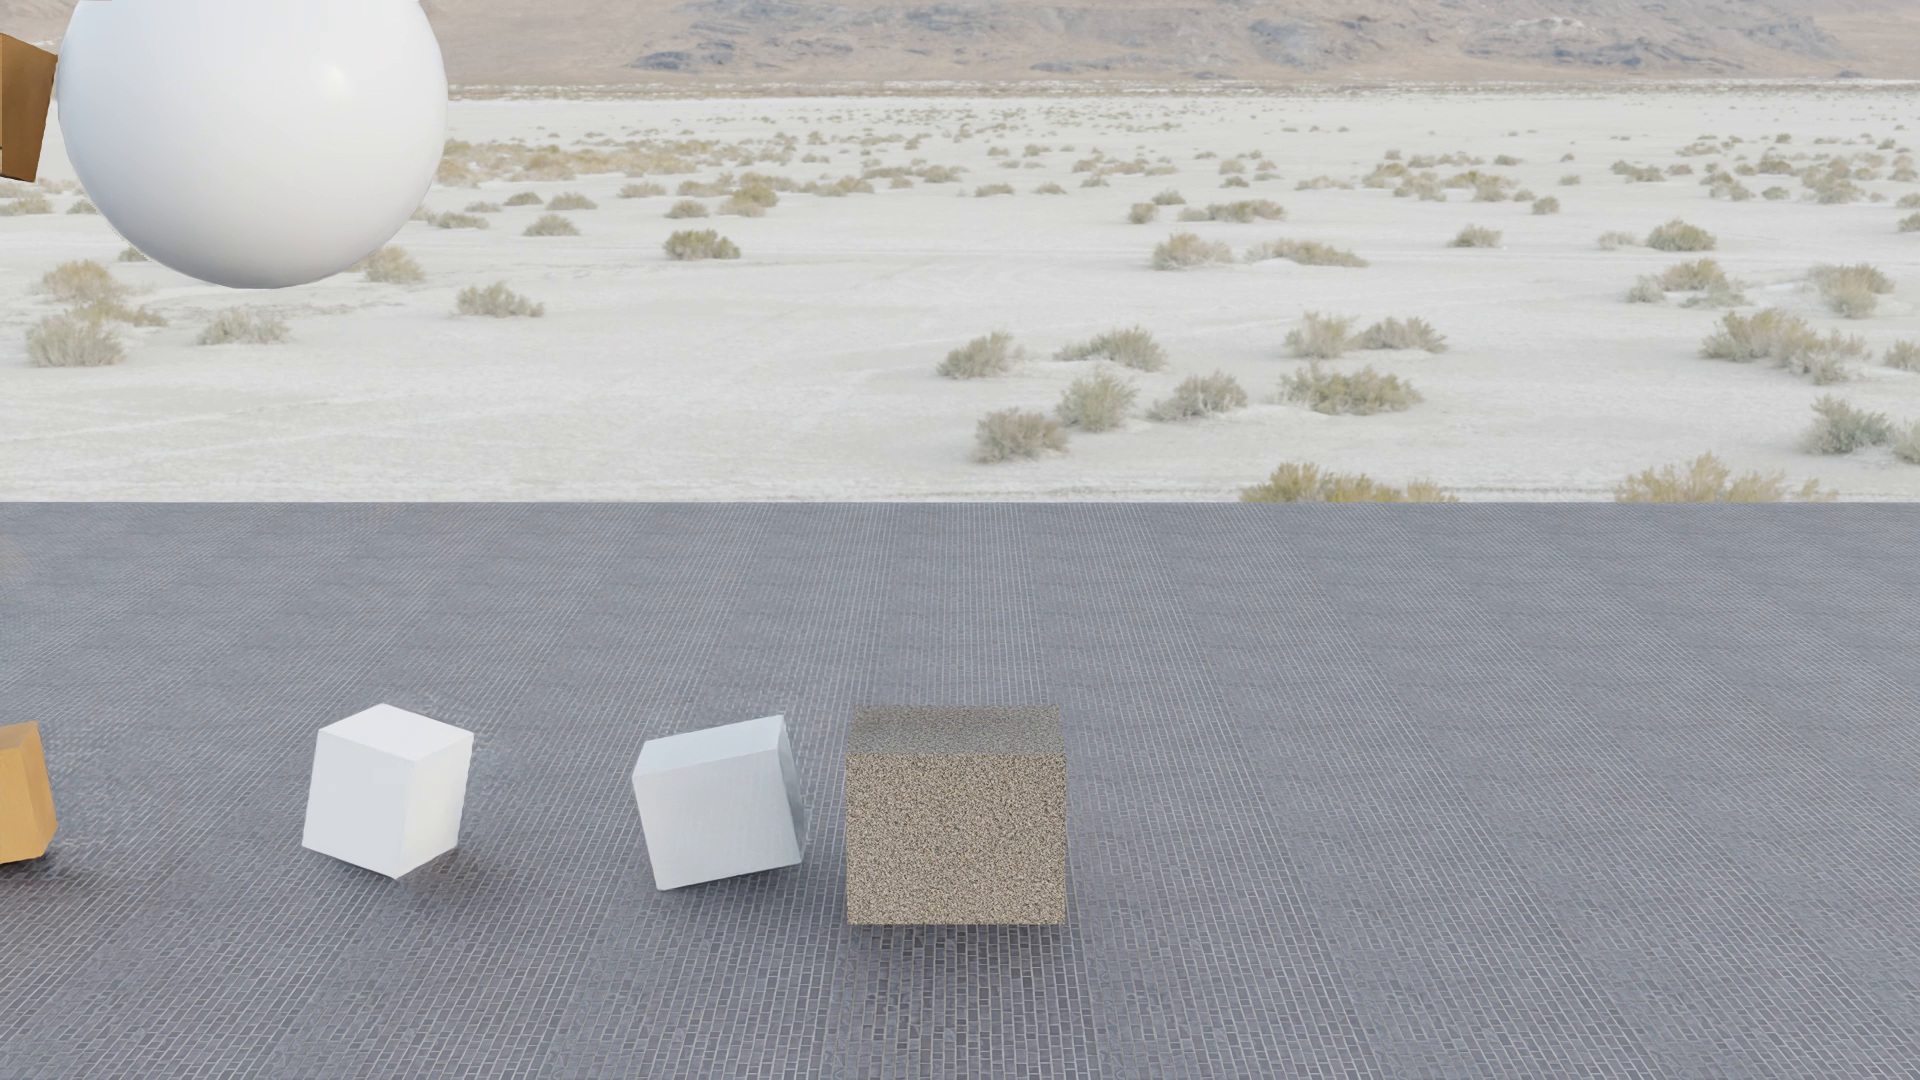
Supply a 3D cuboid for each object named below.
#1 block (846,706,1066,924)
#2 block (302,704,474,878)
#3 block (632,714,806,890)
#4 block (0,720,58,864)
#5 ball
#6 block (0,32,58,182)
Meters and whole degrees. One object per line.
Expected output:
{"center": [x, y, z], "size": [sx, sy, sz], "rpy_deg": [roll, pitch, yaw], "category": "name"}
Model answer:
{"center": [-0.017, 1.171, 11.072], "size": [0.911, 0.734, 0.834], "rpy_deg": [0, 10, 0], "category": "block"}
{"center": [-2.576, 1.124, 11.578], "size": [0.487, 0.557, 0.522], "rpy_deg": [16, 15, 16], "category": "block"}
{"center": [-1.059, 1.159, 11.406], "size": [0.638, 0.524, 0.602], "rpy_deg": [-11, 10, 1], "category": "block"}
{"center": [-4.432, 1.163, 11.560], "size": [0.548, 0.509, 0.487], "rpy_deg": [-9, 12, -10], "category": "block"}
{"center": [-2.974, -1.860, 10.842], "size": [1.600, 1.600, 1.600], "rpy_deg": [0, 10, 0], "category": "ball"}
{"center": [-4.266, -1.885, 10.983], "size": [0.490, 0.564, 0.513], "rpy_deg": [11, 0, 9], "category": "block"}
